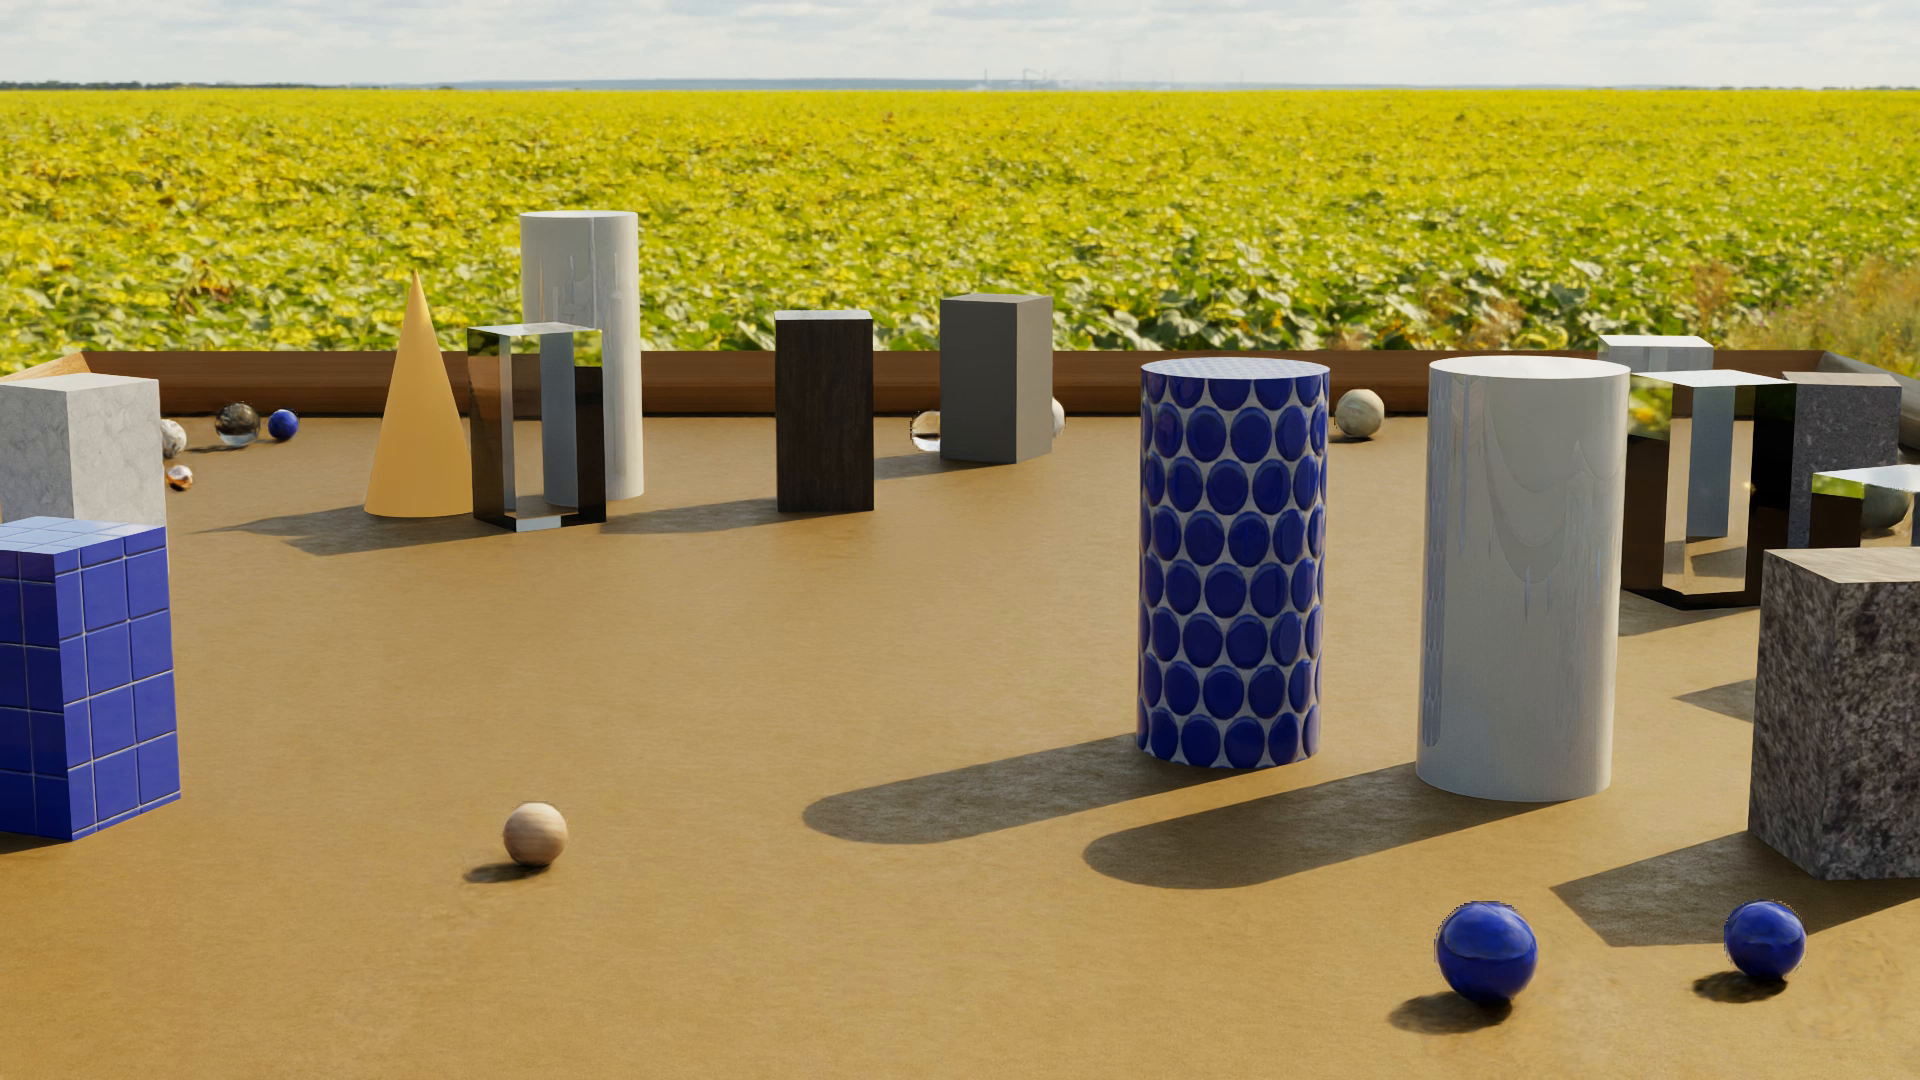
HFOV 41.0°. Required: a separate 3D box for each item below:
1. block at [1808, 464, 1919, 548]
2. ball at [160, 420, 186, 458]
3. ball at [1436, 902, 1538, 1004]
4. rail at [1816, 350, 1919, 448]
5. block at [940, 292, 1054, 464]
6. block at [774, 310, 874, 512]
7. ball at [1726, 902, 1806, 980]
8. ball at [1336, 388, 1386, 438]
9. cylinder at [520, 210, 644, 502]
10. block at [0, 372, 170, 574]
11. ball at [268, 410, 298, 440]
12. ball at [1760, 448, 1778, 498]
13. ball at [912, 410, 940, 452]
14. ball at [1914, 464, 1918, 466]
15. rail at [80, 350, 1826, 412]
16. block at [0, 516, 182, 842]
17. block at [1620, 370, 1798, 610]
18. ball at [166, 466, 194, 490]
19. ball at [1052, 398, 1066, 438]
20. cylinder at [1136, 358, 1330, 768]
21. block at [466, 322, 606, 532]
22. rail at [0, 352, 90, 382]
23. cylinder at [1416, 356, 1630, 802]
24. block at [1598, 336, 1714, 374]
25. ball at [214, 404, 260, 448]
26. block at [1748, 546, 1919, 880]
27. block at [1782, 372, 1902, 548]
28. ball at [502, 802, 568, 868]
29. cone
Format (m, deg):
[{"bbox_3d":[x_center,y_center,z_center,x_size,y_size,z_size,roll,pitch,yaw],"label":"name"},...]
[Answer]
[{"bbox_3d":[1.138,0.044,3.091,0.159,0.241,0.159,-5,12,-26],"label":"block"},{"bbox_3d":[-1.490,-0.190,4.816,0.072,0.072,0.072,0,10,0],"label":"ball"},{"bbox_3d":[0.414,0.325,2.016,0.079,0.079,0.079,0,10,0],"label":"ball"},{"bbox_3d":[1.828,0.031,3.459,0.045,0.129,4.076,0,10,0],"label":"rail"},{"bbox_3d":[0.069,-0.307,4.828,0.159,0.298,0.159,5,12,26],"label":"block"},{"bbox_3d":[-0.228,-0.218,4.295,0.159,0.318,0.159,-1,11,-5],"label":"block"},{"bbox_3d":[0.650,0.323,2.070,0.063,0.063,0.063,0,10,0],"label":"ball"},{"bbox_3d":[0.791,-0.251,5.076,0.098,0.098,0.098,0,10,0],"label":"ball"},{"bbox_3d":[-0.645,-0.316,4.383,0.199,0.479,0.199,0,10,0],"label":"cylinder"},{"bbox_3d":[-1.257,-0.086,3.673,0.159,0.284,0.159,7,12,32],"label":"block"},{"bbox_3d":[-1.332,-0.226,5.047,0.060,0.060,0.060,0,10,0],"label":"ball"},{"bbox_3d":[1.399,-0.111,4.329,0.094,0.094,0.094,0,10,0],"label":"ball"},{"bbox_3d":[-0.053,-0.207,4.890,0.080,0.080,0.080,0,10,0],"label":"ball"},{"bbox_3d":[1.521,-0.071,4.102,0.099,0.099,0.099,0,10,0],"label":"ball"},{"bbox_3d":[-0.012,-0.333,5.430,3.704,0.129,0.045,0,10,0],"label":"rail"},{"bbox_3d":[-0.888,0.131,2.515,0.159,0.278,0.159,4,11,21],"label":"block"},{"bbox_3d":[1.030,-0.072,3.539,0.159,0.305,0.159,-3,11,-16],"label":"block"},{"bbox_3d":[-1.352,-0.107,4.447,0.044,0.044,0.044,0,10,0],"label":"ball"},{"bbox_3d":[0.160,-0.239,5.030,0.091,0.091,0.091,0,10,0],"label":"ball"},{"bbox_3d":[0.291,0.020,2.753,0.199,0.411,0.199,0,10,0],"label":"cylinder"},{"bbox_3d":[-0.682,-0.185,4.135,0.159,0.311,0.159,-7,13,-35],"label":"block"},{"bbox_3d":[-1.828,0.035,3.438,0.045,0.129,4.076,0,10,0],"label":"rail"},{"bbox_3d":[0.575,0.035,2.629,0.199,0.426,0.199,0,10,0],"label":"cylinder"},{"bbox_3d":[1.113,-0.176,4.137,0.159,0.292,0.159,1,11,7],"label":"block"},{"bbox_3d":[-1.395,-0.222,4.956,0.085,0.085,0.085,0,10,0],"label":"ball"},{"bbox_3d":[0.848,0.157,2.383,0.159,0.275,0.159,-1,11,-6],"label":"block"},{"bbox_3d":[1.352,-0.123,3.963,0.159,0.252,0.159,2,11,13],"label":"block"},{"bbox_3d":[-0.390,0.271,2.360,0.059,0.059,0.059,0,10,0],"label":"ball"},{"bbox_3d":[-0.895,-0.253,4.251,0.199,0.403,0.199,0,10,0],"label":"cone"}]
